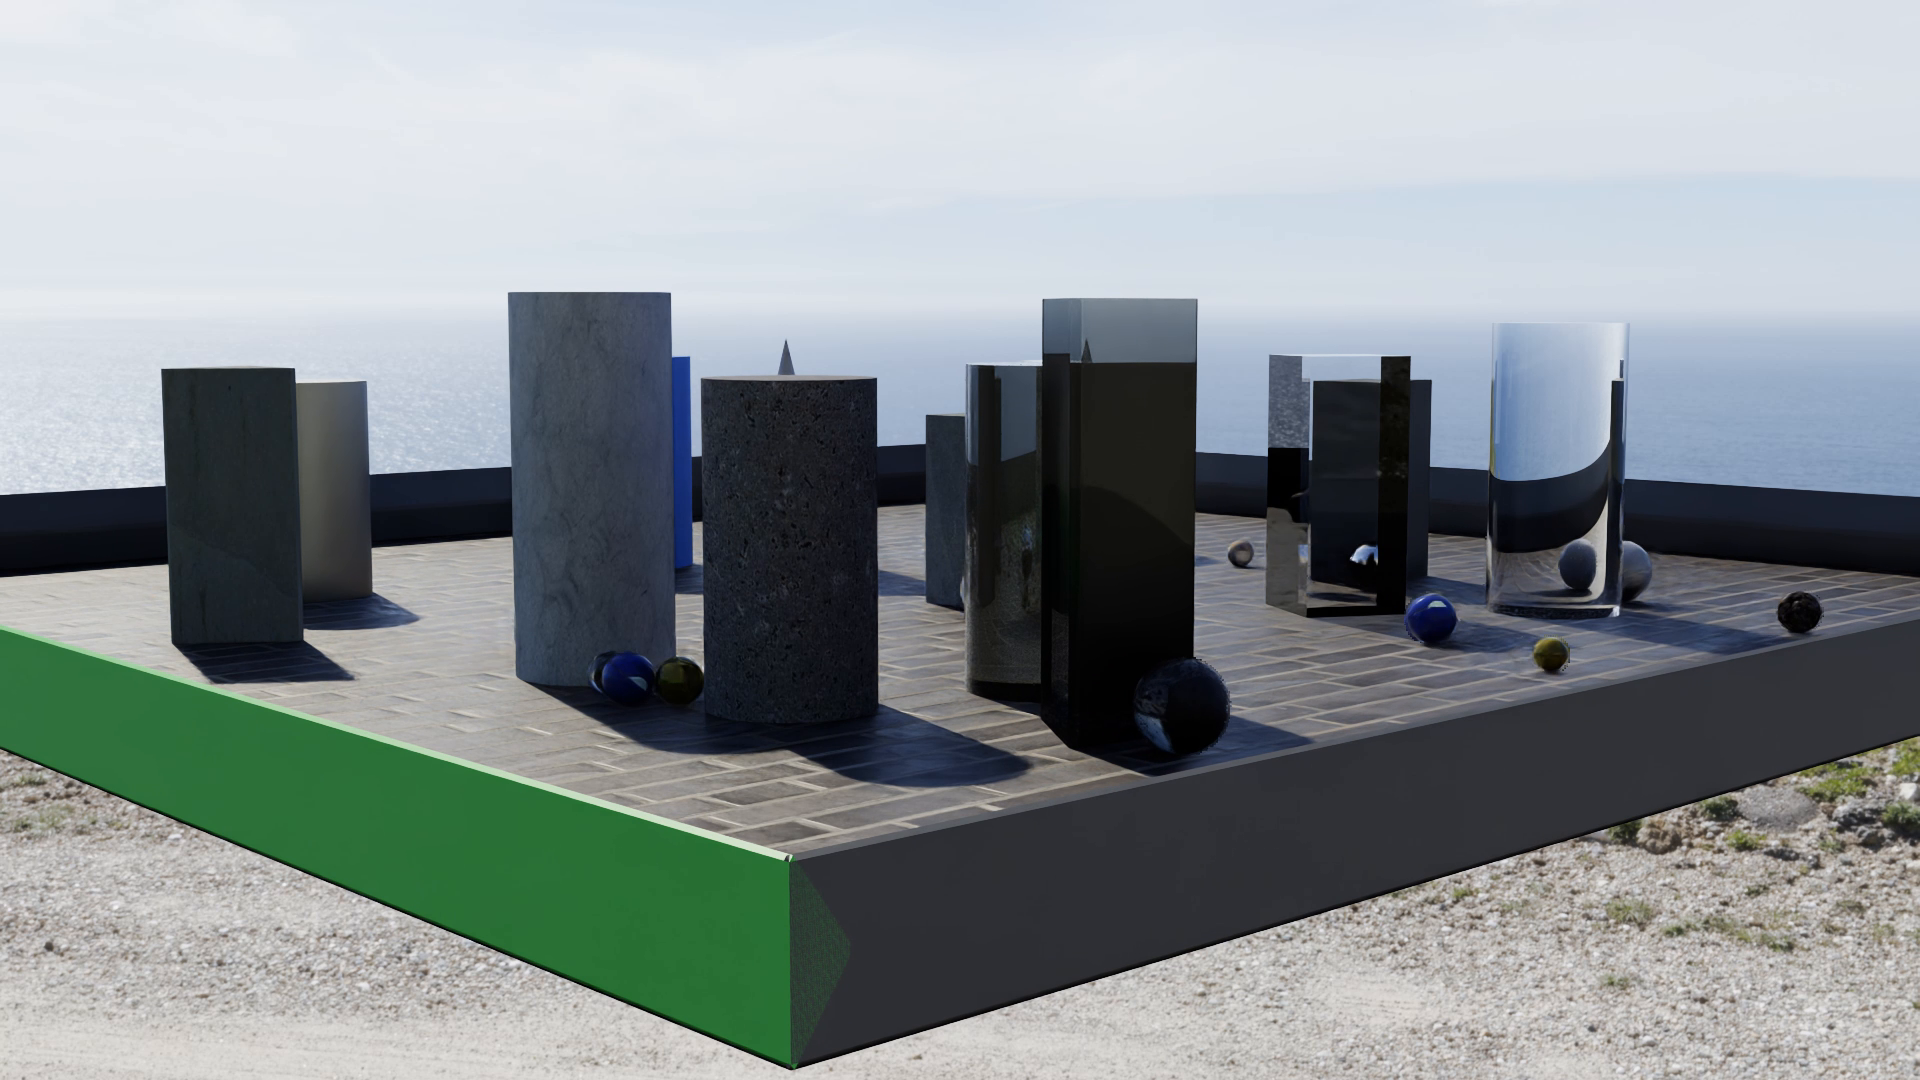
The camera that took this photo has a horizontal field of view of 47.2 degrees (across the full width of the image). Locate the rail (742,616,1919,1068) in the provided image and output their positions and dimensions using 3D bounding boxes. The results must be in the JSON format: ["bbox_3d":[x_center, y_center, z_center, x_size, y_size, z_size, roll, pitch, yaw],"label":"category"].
[{"bbox_3d":[0.965,0.142,2.292,2.939,0.127,0.045,-5,8,-42],"label":"rail"}]

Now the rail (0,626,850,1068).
[{"bbox_3d":[-1.063,0.135,2.357,0.045,0.127,2.893,-5,8,-42],"label":"rail"}]

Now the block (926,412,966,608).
[{"bbox_3d":[0.058,-0.047,3.342,0.156,0.286,0.156,6,8,44],"label":"block"}]

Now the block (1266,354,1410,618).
[{"bbox_3d":[0.559,-0.085,3.262,0.156,0.378,0.156,-2,6,-14],"label":"block"}]

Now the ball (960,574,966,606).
[{"bbox_3d":[0.041,0.072,3.187,0.081,0.081,0.081,0,6,0],"label":"ball"}]

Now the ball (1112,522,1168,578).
[{"bbox_3d":[0.299,0.017,3.659,0.092,0.092,0.092,0,6,0],"label":"ball"}]

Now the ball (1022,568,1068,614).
[{"bbox_3d":[0.124,0.074,3.237,0.068,0.068,0.068,0,6,0],"label":"ball"}]

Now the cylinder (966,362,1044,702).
[{"bbox_3d":[0.103,-0.015,2.575,0.195,0.382,0.195,0,6,0],"label":"cylinder"}]

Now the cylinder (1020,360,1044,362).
[{"bbox_3d":[0.212,-0.167,4.193,0.195,0.348,0.195,0,6,0],"label":"cylinder"}]

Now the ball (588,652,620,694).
[{"bbox_3d":[-0.405,0.154,2.550,0.051,0.051,0.051,0,6,0],"label":"ball"}]

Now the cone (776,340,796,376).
[{"bbox_3d":[-0.321,-0.178,4.072,0.195,0.394,0.195,0,6,0],"label":"cone"}]

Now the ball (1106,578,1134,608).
[{"bbox_3d":[0.240,0.079,3.301,0.043,0.043,0.043,0,6,0],"label":"ball"}]

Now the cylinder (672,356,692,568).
[{"bbox_3d":[-0.567,-0.138,3.841,0.195,0.363,0.195,0,6,0],"label":"cylinder"}]

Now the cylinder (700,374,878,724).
[{"bbox_3d":[-0.189,0.004,2.454,0.195,0.370,0.195,0,6,0],"label":"cylinder"}]

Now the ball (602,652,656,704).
[{"bbox_3d":[-0.374,0.156,2.484,0.060,0.060,0.060,0,6,0],"label":"ball"}]

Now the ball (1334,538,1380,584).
[{"bbox_3d":[0.643,0.033,3.554,0.073,0.073,0.073,0,6,0],"label":"ball"}]

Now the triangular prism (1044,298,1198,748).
[{"bbox_3d":[0.136,-0.026,2.324,0.169,0.456,0.146,-5,8,-38],"label":"triangular prism"}]

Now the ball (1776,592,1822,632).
[{"bbox_3d":[1.160,0.099,3.041,0.057,0.057,0.057,0,6,0],"label":"ball"}]

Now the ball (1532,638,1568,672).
[{"bbox_3d":[0.730,0.141,2.717,0.042,0.042,0.042,0,6,0],"label":"ball"}]

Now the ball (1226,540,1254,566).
[{"bbox_3d":[0.488,0.023,3.825,0.046,0.046,0.046,0,6,0],"label":"ball"}]

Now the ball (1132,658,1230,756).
[{"bbox_3d":[0.221,0.167,2.206,0.098,0.098,0.098,0,6,0],"label":"ball"}]

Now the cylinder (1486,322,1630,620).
[{"bbox_3d":[0.880,-0.107,3.245,0.195,0.425,0.195,0,6,0],"label":"cylinder"}]

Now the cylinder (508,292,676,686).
[{"bbox_3d":[-0.447,-0.068,2.682,0.195,0.465,0.195,0,6,0],"label":"cylinder"}]

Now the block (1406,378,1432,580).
[{"bbox_3d":[0.674,-0.103,3.668,0.156,0.329,0.156,5,8,42],"label":"block"}]

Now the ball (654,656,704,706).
[{"bbox_3d":[-0.316,0.159,2.478,0.057,0.057,0.057,0,6,0],"label":"ball"}]

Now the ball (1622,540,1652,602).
[{"bbox_3d":[1.004,0.047,3.349,0.096,0.096,0.096,0,6,0],"label":"ball"}]

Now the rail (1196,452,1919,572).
[{"bbox_3d":[1.063,-0.069,4.307,0.045,0.127,2.893,-5,8,-42],"label":"rail"}]

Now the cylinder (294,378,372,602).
[{"bbox_3d":[-1.021,-0.081,3.431,0.195,0.334,0.195,0,6,0],"label":"cylinder"}]

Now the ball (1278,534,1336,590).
[{"bbox_3d":[0.553,0.034,3.508,0.090,0.090,0.090,0,6,0],"label":"ball"}]

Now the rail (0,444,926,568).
[{"bbox_3d":[-0.965,-0.076,4.372,2.939,0.127,0.045,-5,8,-42],"label":"rail"}]

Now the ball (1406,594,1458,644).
[{"bbox_3d":[0.632,0.105,2.946,0.066,0.066,0.066,0,6,0],"label":"ball"}]

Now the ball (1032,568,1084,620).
[{"bbox_3d":[0.141,0.077,3.164,0.076,0.076,0.076,0,6,0],"label":"ball"}]

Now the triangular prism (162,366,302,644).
[{"bbox_3d":[-0.983,-0.053,3.009,0.169,0.367,0.146,-1,6,-9],"label":"triangular prism"}]

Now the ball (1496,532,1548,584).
[{"bbox_3d":[0.914,0.030,3.573,0.084,0.084,0.084,0,6,0],"label":"ball"}]
